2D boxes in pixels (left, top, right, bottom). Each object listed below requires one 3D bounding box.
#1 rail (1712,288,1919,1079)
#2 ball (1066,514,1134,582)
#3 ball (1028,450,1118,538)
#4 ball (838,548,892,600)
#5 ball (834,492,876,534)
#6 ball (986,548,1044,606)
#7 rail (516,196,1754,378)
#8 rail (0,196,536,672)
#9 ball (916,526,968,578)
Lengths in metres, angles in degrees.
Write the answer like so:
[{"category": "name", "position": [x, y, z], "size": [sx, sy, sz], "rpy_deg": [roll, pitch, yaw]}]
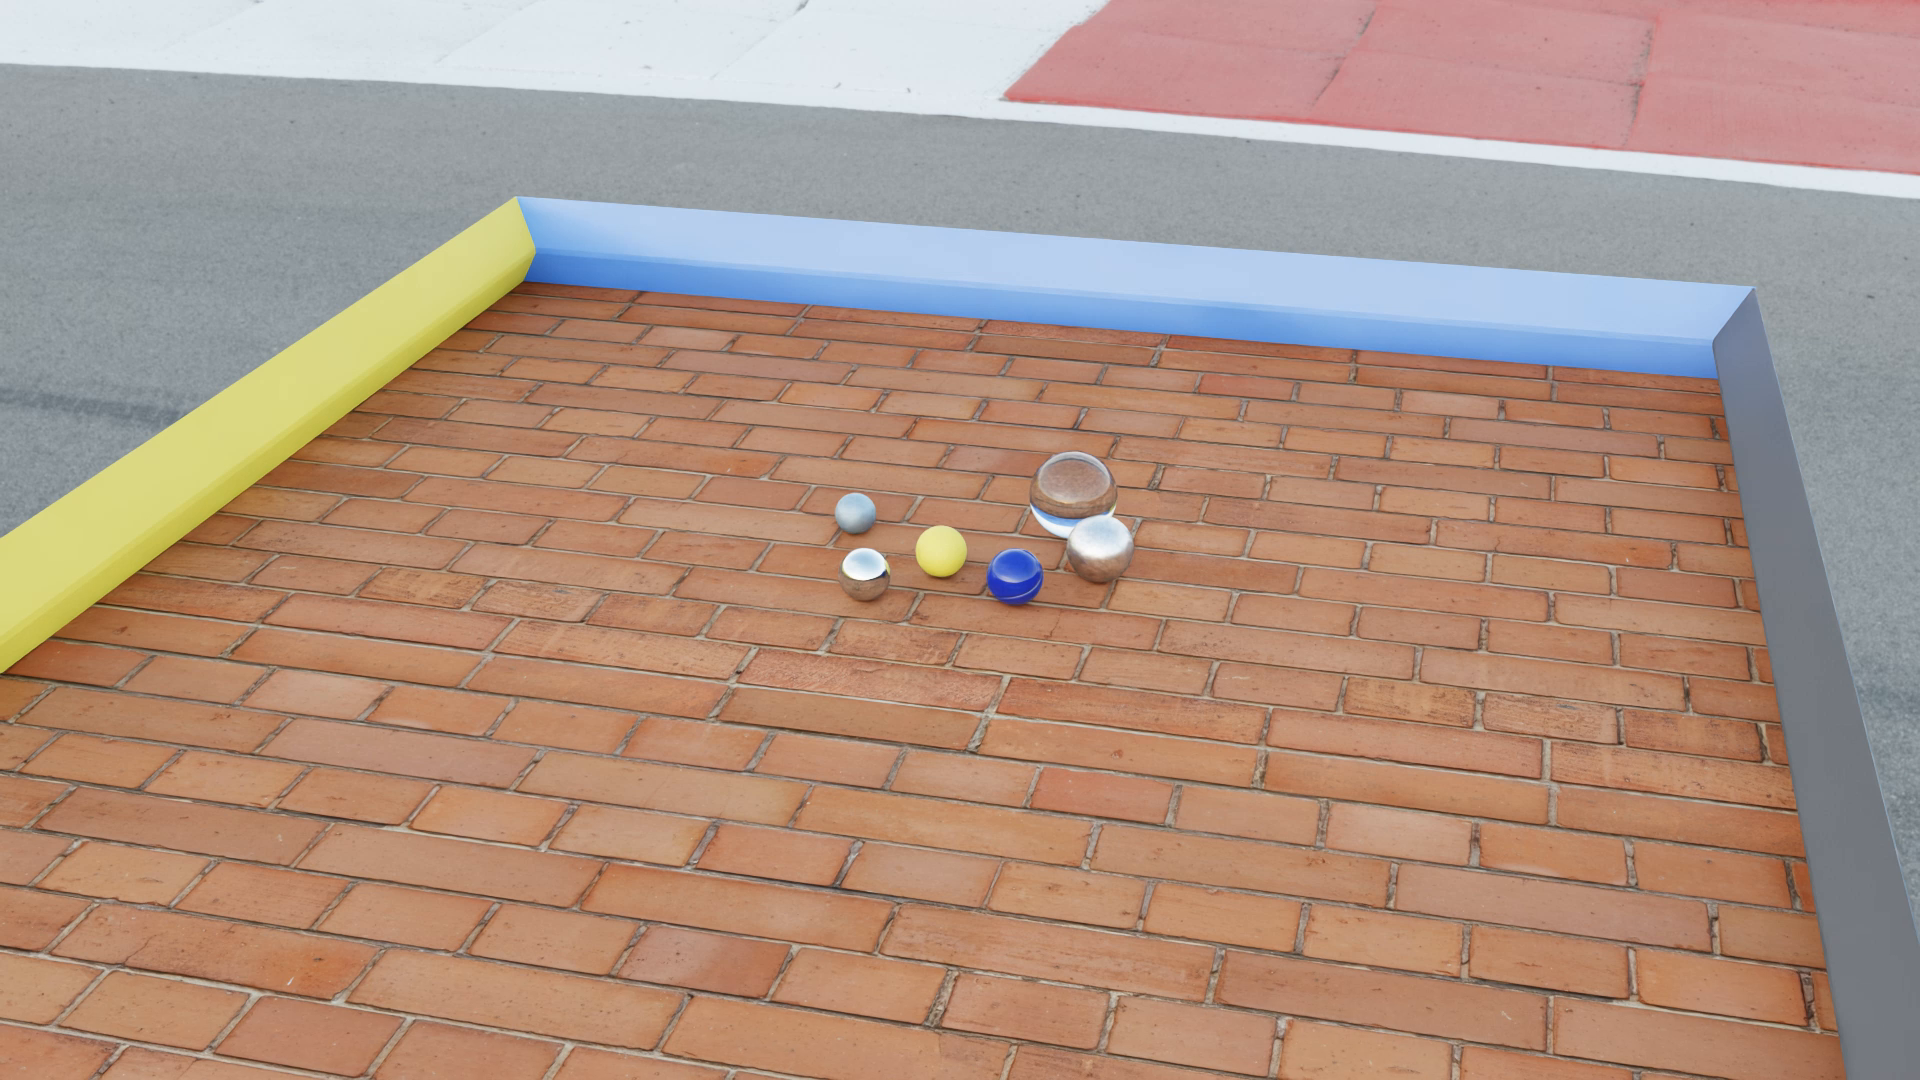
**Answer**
[{"category": "rail", "position": [0.605, 0.370, 1.433], "size": [0.045, 0.123, 3.059], "rpy_deg": [6, 26, 12]}, {"category": "ball", "position": [0.144, 0.009, 2.266], "size": [0.070, 0.070, 0.070], "rpy_deg": [0, 25, 0]}, {"category": "ball", "position": [0.121, -0.048, 2.358], "size": [0.095, 0.095, 0.095], "rpy_deg": [0, 25, 0]}, {"category": "ball", "position": [-0.097, 0.035, 2.229], "size": [0.054, 0.054, 0.054], "rpy_deg": [0, 25, 0]}, {"category": "ball", "position": [-0.113, -0.029, 2.375], "size": [0.045, 0.045, 0.045], "rpy_deg": [0, 25, 0]}, {"category": "ball", "position": [0.055, 0.037, 2.220], "size": [0.058, 0.058, 0.058], "rpy_deg": [0, 25, 0]}, {"category": "rail", "position": [0.177, -0.335, 2.931], "size": [1.670, 0.123, 0.045], "rpy_deg": [6, 26, 12]}, {"category": "rail", "position": [-0.970, 0.205, 1.783], "size": [0.045, 0.123, 3.059], "rpy_deg": [6, 26, 12]}, {"category": "ball", "position": [-0.019, 0.012, 2.279], "size": [0.054, 0.054, 0.054], "rpy_deg": [0, 25, 0]}]
